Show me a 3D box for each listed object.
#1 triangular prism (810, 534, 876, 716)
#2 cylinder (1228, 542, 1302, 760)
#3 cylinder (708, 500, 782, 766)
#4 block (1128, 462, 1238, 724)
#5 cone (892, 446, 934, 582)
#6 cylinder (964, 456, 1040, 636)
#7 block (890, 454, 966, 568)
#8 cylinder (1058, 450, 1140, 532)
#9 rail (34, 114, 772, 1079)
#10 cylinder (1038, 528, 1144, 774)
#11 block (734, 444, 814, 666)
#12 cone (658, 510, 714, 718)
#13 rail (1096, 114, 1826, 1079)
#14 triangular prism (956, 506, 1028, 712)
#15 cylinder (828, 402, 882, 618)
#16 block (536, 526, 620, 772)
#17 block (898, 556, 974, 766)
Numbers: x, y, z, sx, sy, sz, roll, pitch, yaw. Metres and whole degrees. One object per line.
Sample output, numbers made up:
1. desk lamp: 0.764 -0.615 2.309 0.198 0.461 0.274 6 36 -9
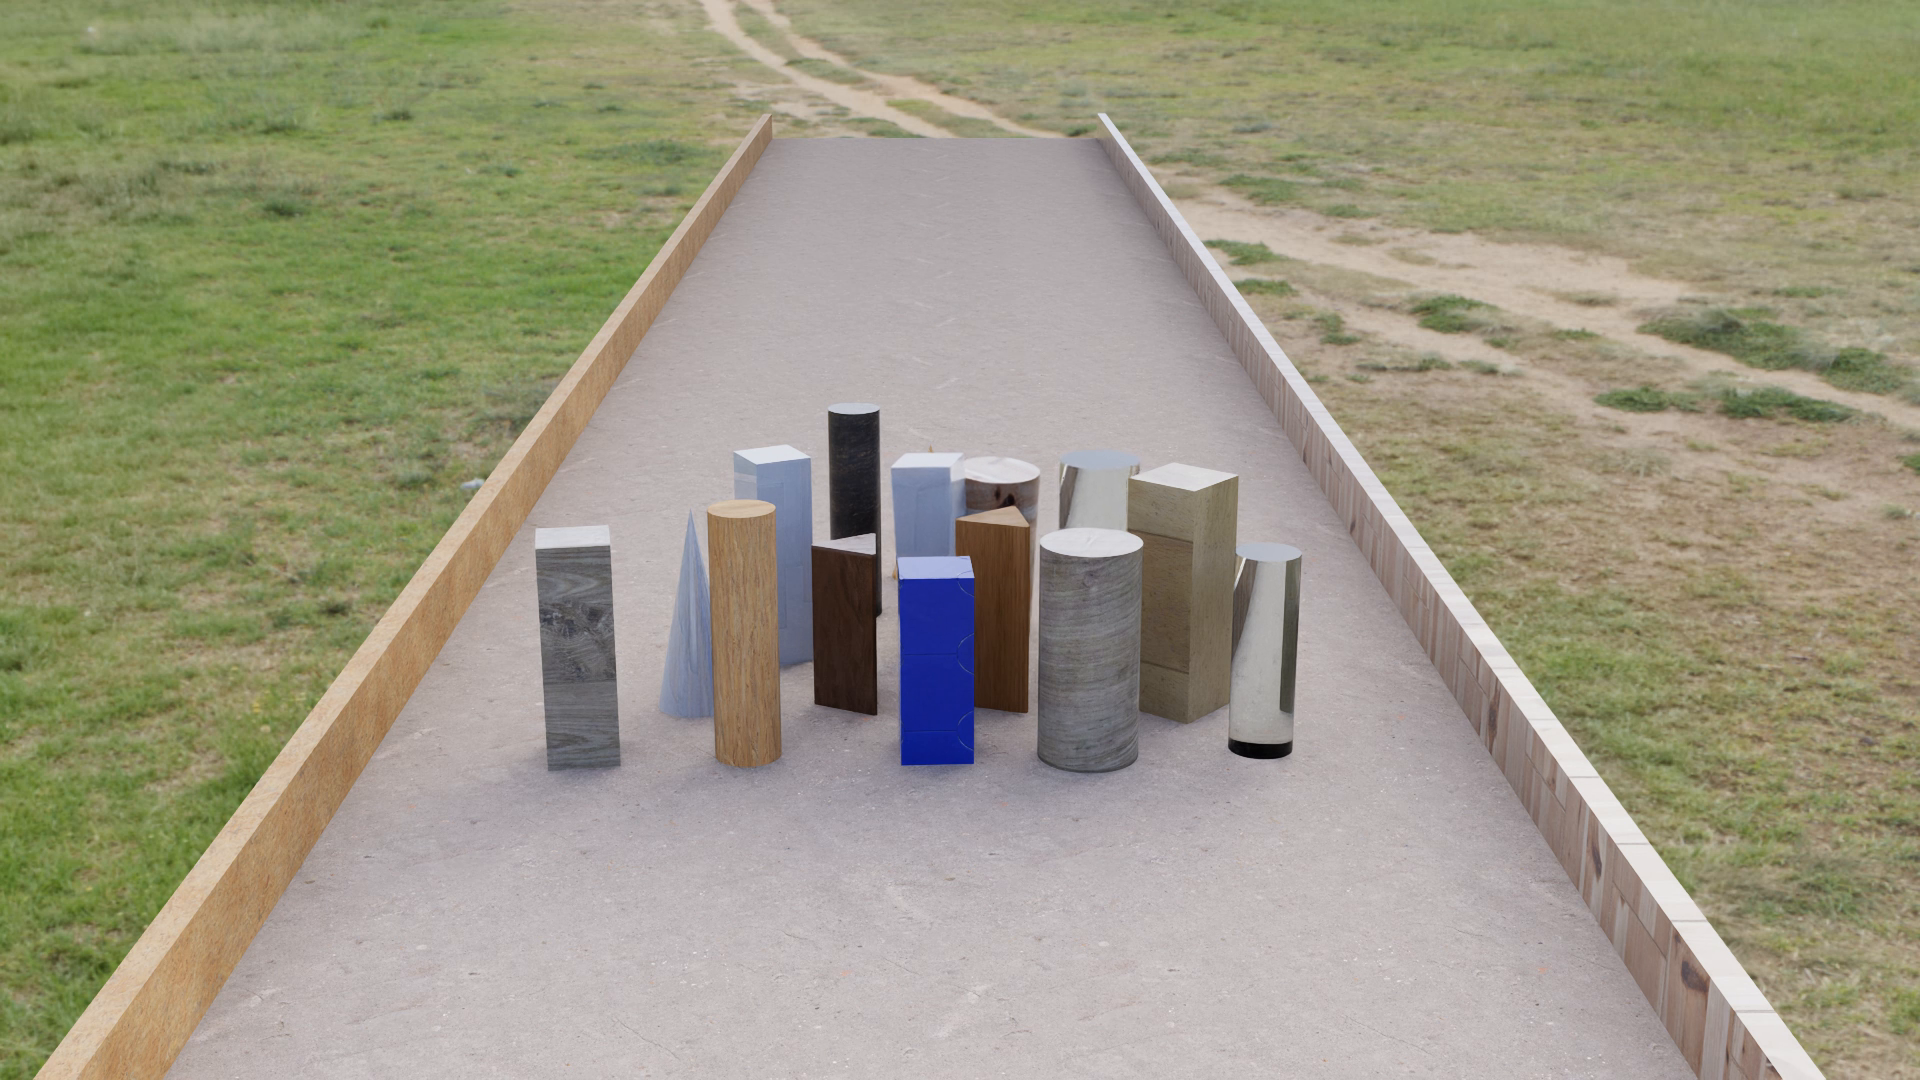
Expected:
1. triangular prism: -0.191 0.154 4.157 0.135 0.316 0.117 8 19 26
2. cylinder: 0.542 0.198 3.916 0.116 0.368 0.116 0 17 0
3. cylinder: -0.378 0.165 3.871 0.118 0.457 0.118 0 17 0
4. block: 0.412 0.098 4.112 0.146 0.448 0.146 13 21 38
5. cone: -0.065 -0.067 4.916 0.175 0.305 0.175 0 17 0
6. cylinder: 0.067 0.022 4.519 0.176 0.350 0.176 2 19 -1
7. block: -0.054 0.034 4.397 0.120 0.399 0.120 0 15 13
8. cylinder: 0.272 0.044 4.348 0.157 0.417 0.157 0 16 0
9. rail: -1.118 -0.838 7.780 0.050 0.150 12.000 0 17 -1
10. cylinder: 0.229 0.193 3.881 0.180 0.396 0.180 0 17 0
11. block: -0.369 0.033 4.379 0.116 0.420 0.116 -9 19 -27
12. cone: -0.499 0.125 4.125 0.149 0.389 0.149 0 17 0
13. rail: 0.932 -0.844 7.801 0.050 0.150 12.000 0 17 -1
14. triangular prism: 0.080 0.127 4.160 0.143 0.365 0.124 6 18 19
15. cylinder: -0.221 -0.060 4.643 0.109 0.448 0.109 0 17 0
16. block: -0.672 0.190 3.874 0.127 0.407 0.127 -3 17 -10
17. block: -0.043 0.214 3.902 0.129 0.345 0.129 -1 17 -3
